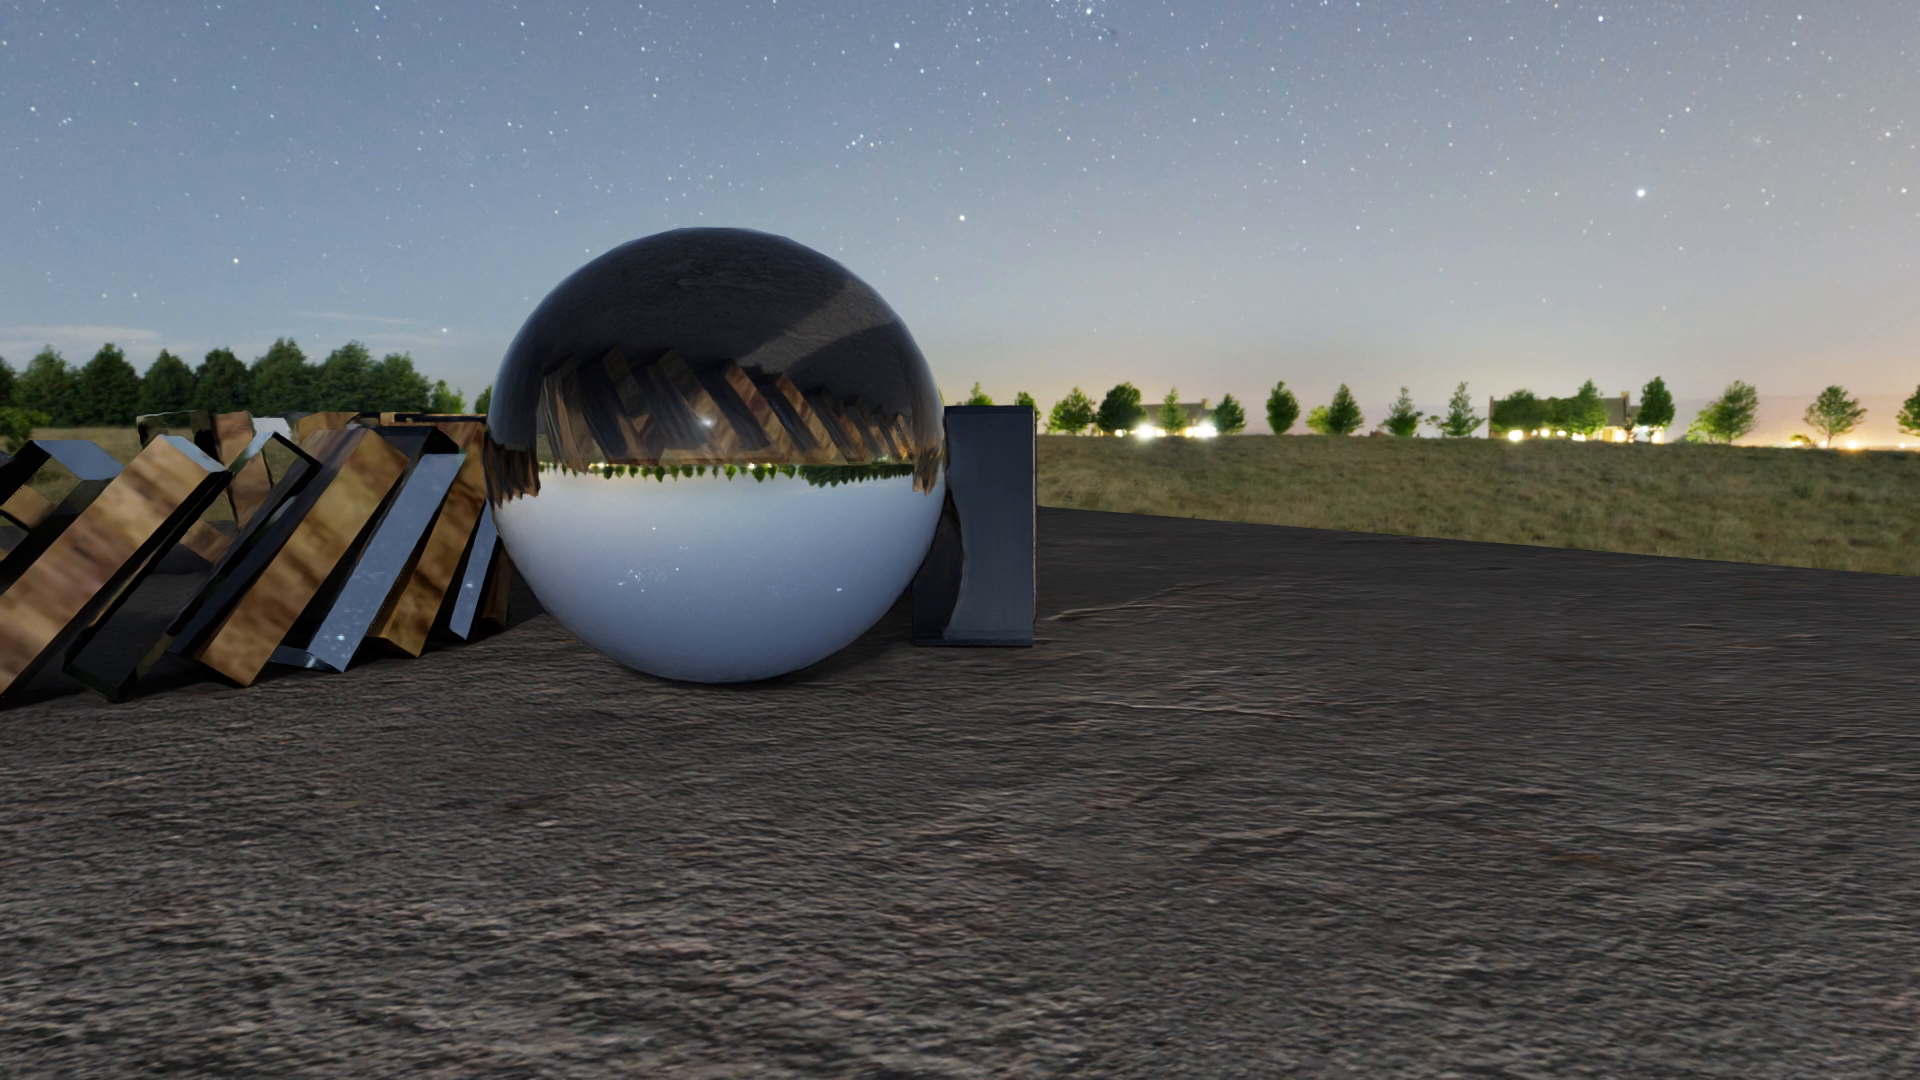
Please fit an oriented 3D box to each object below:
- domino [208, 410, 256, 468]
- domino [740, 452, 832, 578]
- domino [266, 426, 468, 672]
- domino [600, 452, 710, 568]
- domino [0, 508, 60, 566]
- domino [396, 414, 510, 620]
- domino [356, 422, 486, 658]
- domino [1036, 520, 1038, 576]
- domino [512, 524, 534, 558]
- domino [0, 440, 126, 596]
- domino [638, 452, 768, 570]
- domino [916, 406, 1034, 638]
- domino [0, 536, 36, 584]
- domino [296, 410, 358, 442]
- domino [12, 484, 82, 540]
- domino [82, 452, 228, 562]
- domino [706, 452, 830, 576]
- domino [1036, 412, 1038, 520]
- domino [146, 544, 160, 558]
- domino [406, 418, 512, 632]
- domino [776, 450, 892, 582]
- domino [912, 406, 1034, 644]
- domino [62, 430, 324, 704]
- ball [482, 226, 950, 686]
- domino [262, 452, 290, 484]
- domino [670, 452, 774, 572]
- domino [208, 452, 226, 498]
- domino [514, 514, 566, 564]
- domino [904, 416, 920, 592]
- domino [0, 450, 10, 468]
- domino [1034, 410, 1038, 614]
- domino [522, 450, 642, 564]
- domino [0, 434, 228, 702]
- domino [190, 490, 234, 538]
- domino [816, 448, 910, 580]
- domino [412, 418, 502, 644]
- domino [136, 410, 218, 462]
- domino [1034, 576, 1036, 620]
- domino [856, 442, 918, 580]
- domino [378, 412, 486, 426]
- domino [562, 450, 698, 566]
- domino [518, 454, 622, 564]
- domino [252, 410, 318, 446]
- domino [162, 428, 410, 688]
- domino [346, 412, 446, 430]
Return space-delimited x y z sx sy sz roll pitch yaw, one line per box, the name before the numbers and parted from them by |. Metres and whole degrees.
domino | -0.184 -0.008 0.334 0.009 0.050 0.025 -14 10 -25
domino | -0.050 -0.009 0.424 0.025 0.009 0.050 -4 46 -43
domino | -0.120 0.001 0.253 0.025 0.050 0.010 3 -31 30
domino | -0.103 -0.012 0.458 0.050 0.009 0.025 46 23 19
domino | -0.299 -0.007 0.396 0.025 0.009 0.050 4 -35 40
domino | -0.122 -0.005 0.309 0.025 0.050 0.009 -1 -20 -18
domino | -0.116 -0.001 0.267 0.025 0.050 0.009 2 -28 22
domino | 0.007 -0.007 0.322 0.025 0.050 0.009 0 -12 2
domino | -0.181 -0.012 0.467 0.050 0.009 0.025 40 3 -3
domino | -0.160 0.005 0.208 0.010 0.050 0.025 43 -8 -14
domino | -0.089 -0.011 0.451 0.050 0.009 0.025 47 27 23
domino | 0.003 -0.004 0.283 0.025 0.050 0.009 0 -12 2
domino | -0.307 -0.006 0.383 0.025 0.010 0.050 3 -36 35
domino | -0.155 -0.008 0.336 0.009 0.050 0.025 -14 -1 21
domino | -0.290 -0.008 0.409 0.025 0.009 0.050 4 -35 45
domino | -0.268 -0.010 0.432 0.050 0.009 0.025 45 -21 -28
domino | -0.062 -0.010 0.434 0.025 0.009 0.050 -5 46 -48
domino | 0.007 -0.008 0.332 0.025 0.050 0.009 0 -12 2
domino | -0.280 -0.009 0.421 0.025 0.009 0.050 5 -34 51
domino | -0.117 -0.004 0.296 0.025 0.050 0.009 0 -23 -5
domino | -0.038 -0.009 0.414 0.025 0.009 0.050 -3 46 -37
domino | 0.003 -0.003 0.273 0.025 0.050 0.009 0 -12 2
domino | -0.135 0.003 0.226 0.010 0.050 0.025 43 -20 -29
ball | -0.042 -0.015 0.227 0.080 0.080 0.080 0 4 0
domino | -0.227 -0.012 0.457 0.050 0.010 0.025 41 -6 -12
domino | -0.075 -0.010 0.443 0.025 0.009 0.050 -5 47 -52
domino | -0.242 -0.011 0.451 0.050 0.009 0.025 41 -10 -17
domino | -0.165 -0.012 0.468 0.050 0.009 0.025 40 6 1
domino | -0.002 -0.011 0.373 0.025 0.050 0.009 -1 -12 -12
domino | -0.174 0.006 0.203 0.009 0.050 0.025 44 -4 -10
domino | 0.006 -0.006 0.312 0.025 0.050 0.010 0 -12 2
domino | -0.133 -0.012 0.467 0.050 0.009 0.025 43 15 10
domino | -0.147 0.004 0.216 0.009 0.050 0.025 42 -13 -20
domino | -0.256 -0.011 0.444 0.050 0.010 0.025 42 -13 -20
domino | -0.026 -0.008 0.404 0.025 0.009 0.050 2 43 -30
domino | -0.114 -0.003 0.281 0.025 0.050 0.009 1 -25 13
domino | -0.194 -0.007 0.324 0.025 0.050 0.009 4 15 44
domino | 0.005 -0.005 0.302 0.025 0.050 0.010 0 -12 2
domino | -0.014 -0.009 0.396 0.025 0.009 0.050 7 42 -26
domino | -0.130 -0.007 0.321 0.025 0.050 0.009 -2 -15 -30
domino | -0.118 -0.012 0.463 0.050 0.009 0.025 44 19 15
domino | -0.150 -0.012 0.468 0.050 0.009 0.025 41 9 4
domino | -0.169 -0.008 0.338 0.009 0.050 0.025 -11 3 5
domino | -0.127 0.002 0.239 0.025 0.050 0.010 4 -32 40
domino | -0.140 -0.008 0.331 0.025 0.050 0.009 -4 -11 -45
